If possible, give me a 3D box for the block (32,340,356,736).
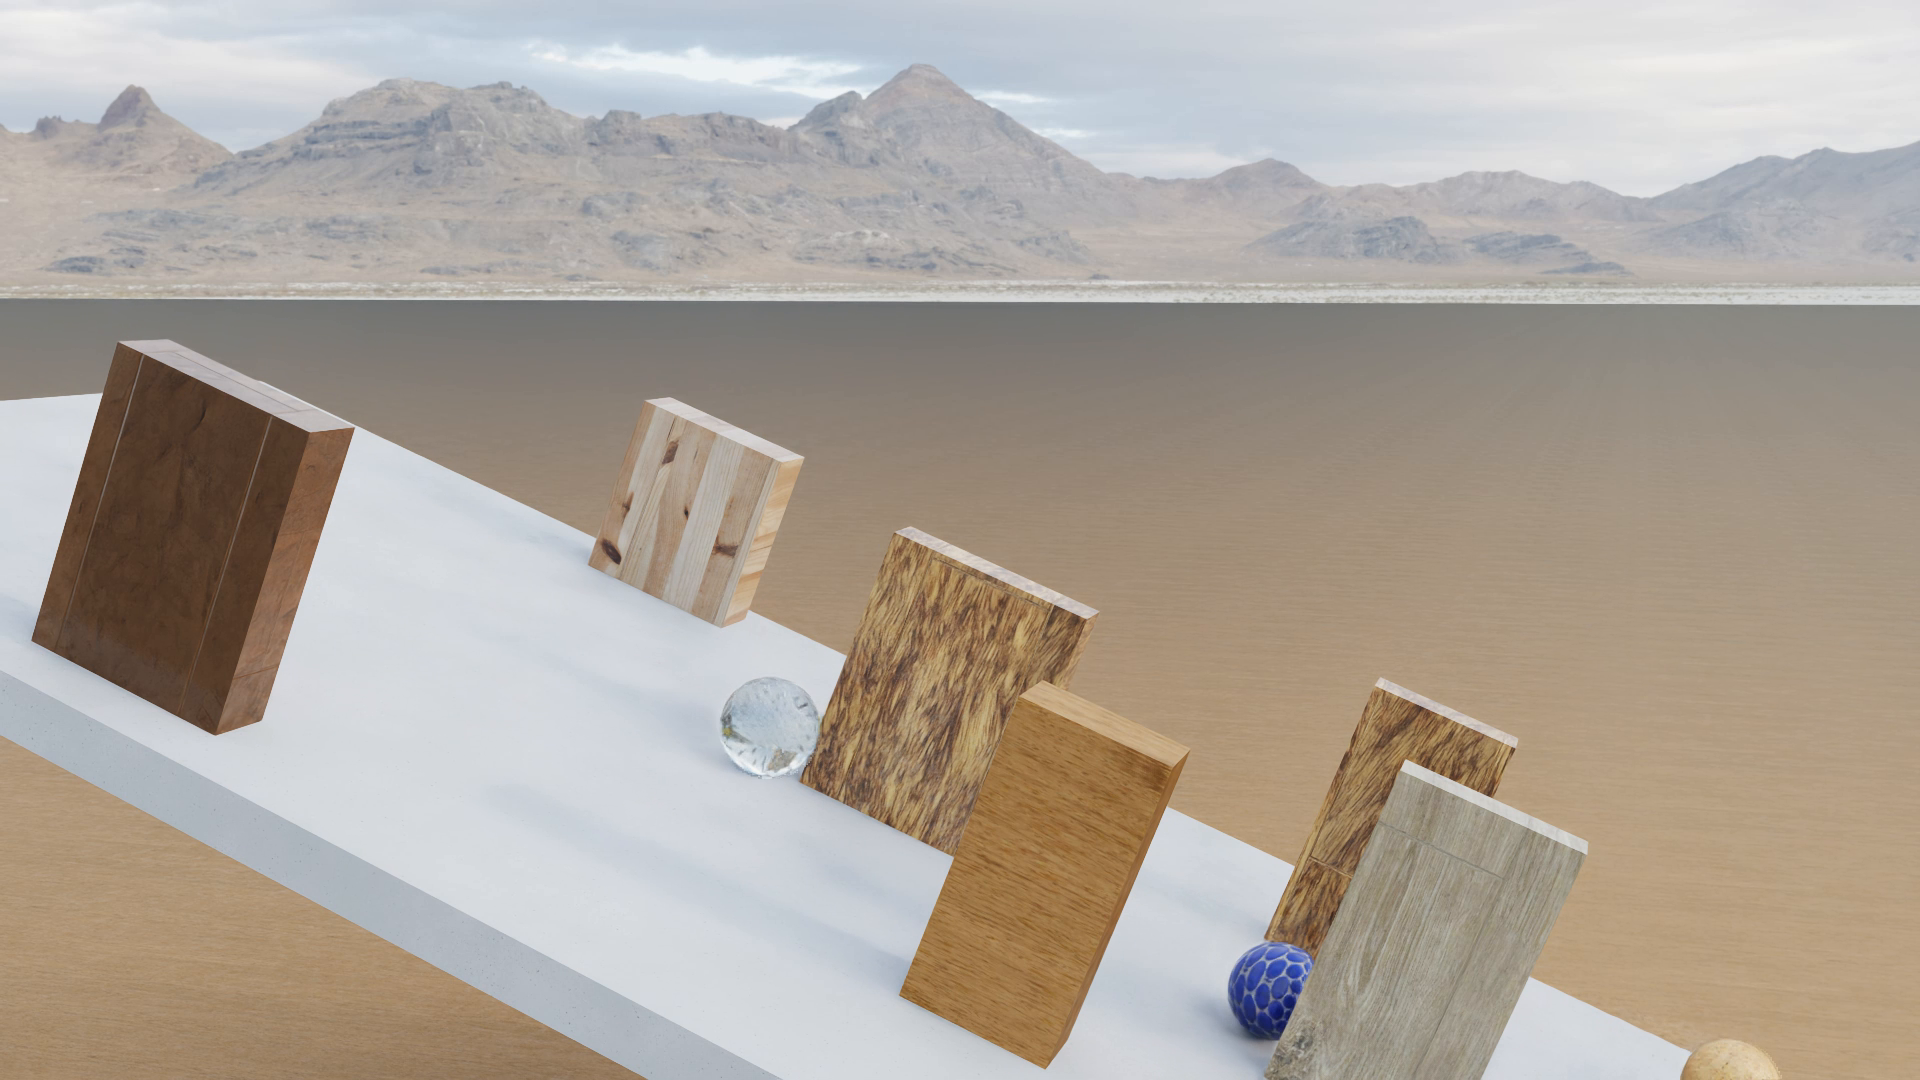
[{"bbox_3d":[-1.251,-0.008,3.579,0.373,0.530,0.127,24,13,13],"label":"block"}]

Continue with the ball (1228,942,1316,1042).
[{"bbox_3d":[0.567,0.808,3.934,0.175,0.175,0.175,0,7,0],"label":"ball"}]

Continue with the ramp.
[{"bbox_3d":[-0.311,0.555,4.197,4.000,0.100,2.000,24,13,13],"label":"ramp"}]

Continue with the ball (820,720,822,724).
[{"bbox_3d":[-0.231,0.394,4.501,0.116,0.116,0.116,0,7,0],"label":"ball"}]

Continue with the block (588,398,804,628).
[{"bbox_3d":[-0.615,-0.066,5.111,0.363,0.416,0.141,24,13,13],"label":"block"}]

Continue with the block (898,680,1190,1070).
[{"bbox_3d":[0.135,0.535,3.534,0.264,0.541,0.144,24,13,13],"label":"block"}]

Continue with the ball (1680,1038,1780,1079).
[{"bbox_3d":[1.511,1.076,4.315,0.189,0.189,0.189,0,7,0],"label":"ball"}]

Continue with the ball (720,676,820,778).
[{"bbox_3d":[-0.367,0.360,4.245,0.193,0.193,0.193,0,7,0],"label":"ball"}]

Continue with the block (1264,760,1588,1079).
[{"bbox_3d":[0.783,0.713,3.720,0.325,0.595,0.086,24,13,13],"label":"block"}]

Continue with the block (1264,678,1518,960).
[{"bbox_3d":[0.856,0.597,4.380,0.292,0.569,0.096,24,13,13],"label":"block"}]

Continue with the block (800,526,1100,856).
[{"bbox_3d":[-0.024,0.305,4.245,0.408,0.537,0.101,24,13,13],"label":"block"}]
